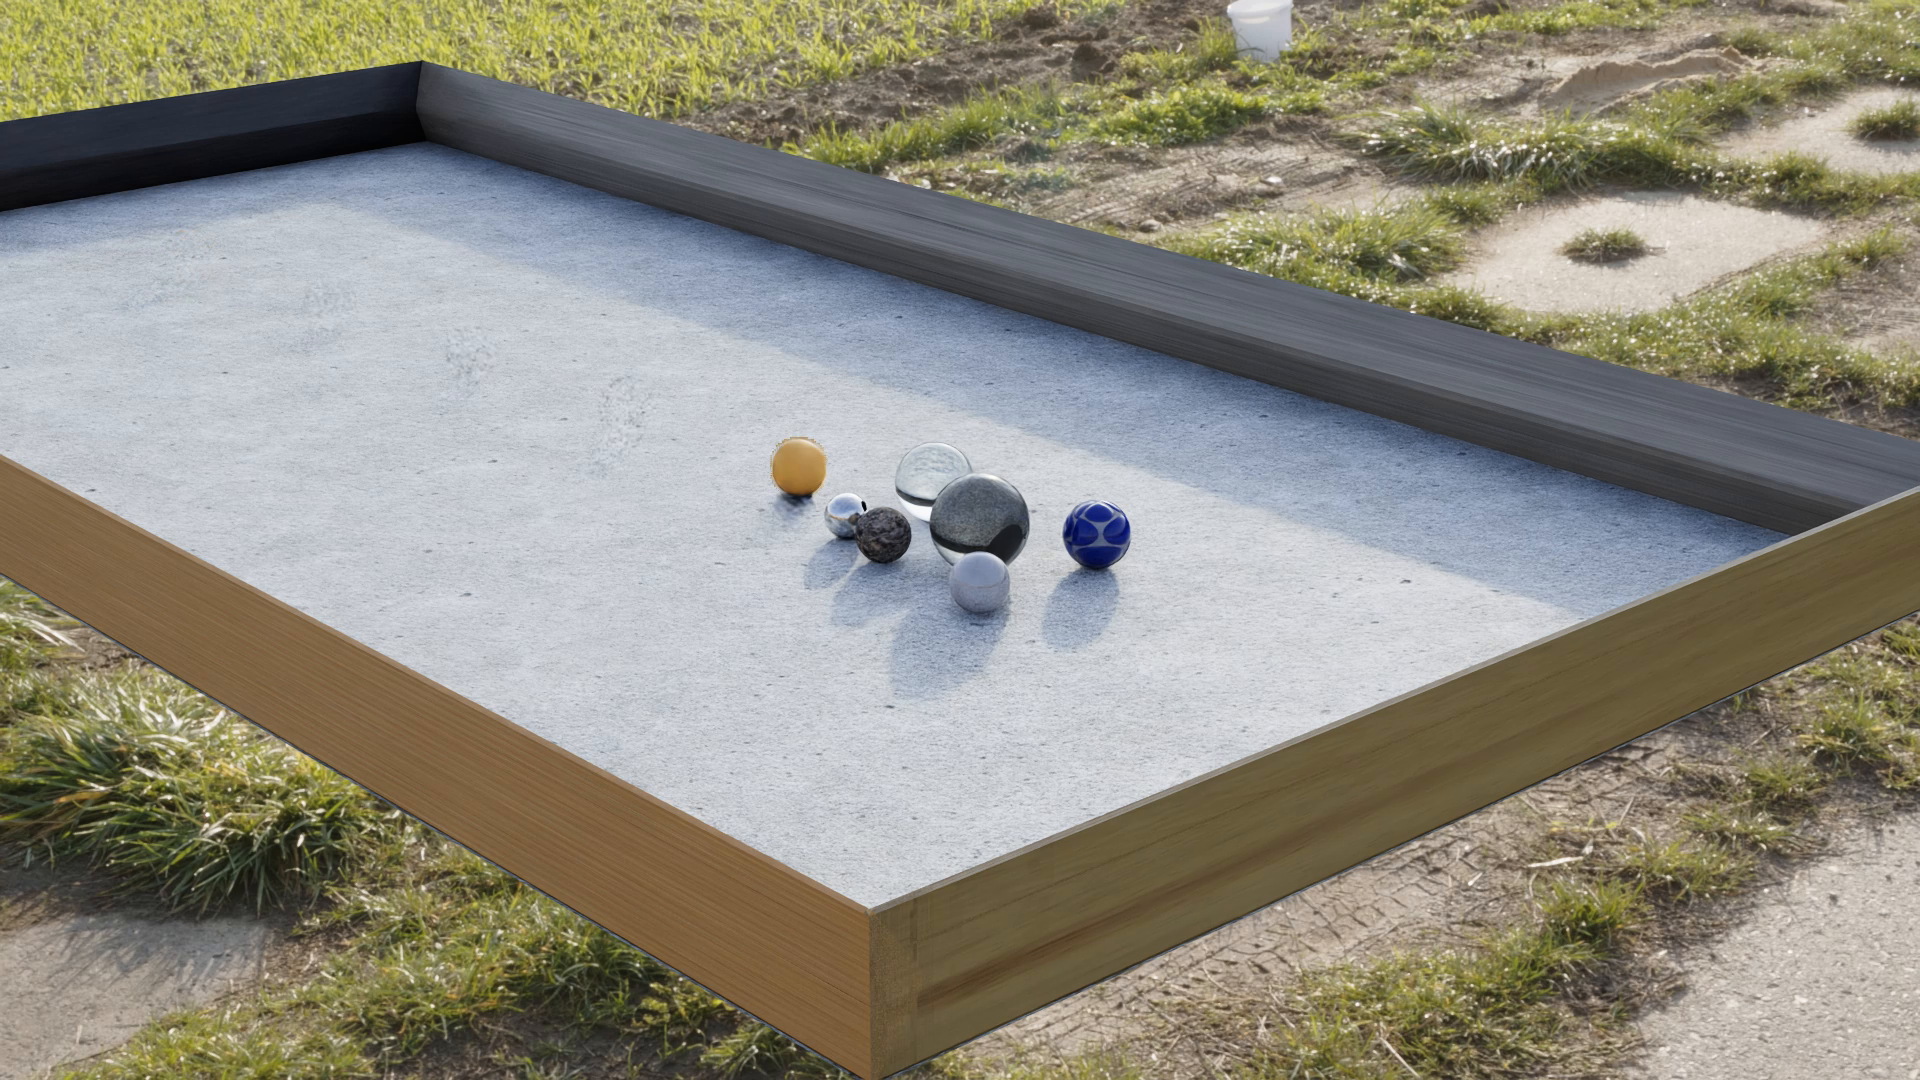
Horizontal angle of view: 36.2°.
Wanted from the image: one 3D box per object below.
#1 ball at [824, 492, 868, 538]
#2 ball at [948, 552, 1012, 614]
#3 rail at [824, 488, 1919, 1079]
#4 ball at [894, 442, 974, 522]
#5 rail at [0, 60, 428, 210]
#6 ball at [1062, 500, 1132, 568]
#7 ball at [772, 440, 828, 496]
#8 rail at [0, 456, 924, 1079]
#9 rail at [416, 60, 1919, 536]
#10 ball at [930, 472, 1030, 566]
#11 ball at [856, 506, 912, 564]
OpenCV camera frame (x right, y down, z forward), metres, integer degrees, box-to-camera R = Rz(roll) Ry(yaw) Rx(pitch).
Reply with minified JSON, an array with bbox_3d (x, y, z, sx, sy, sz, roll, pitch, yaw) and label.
[{"bbox_3d":[-0.111,-0.024,2.891,0.045,0.045,0.045,0,20,0],"label":"ball"},{"bbox_3d":[0.018,0.039,2.700,0.057,0.057,0.057,0,20,0],"label":"ball"},{"bbox_3d":[0.432,0.134,2.333,1.364,0.125,0.045,-17,26,-39],"label":"rail"},{"bbox_3d":[-0.025,-0.058,2.932,0.081,0.081,0.081,0,20,0],"label":"ball"},{"bbox_3d":[-1.329,-0.528,4.166,1.364,0.125,0.045,-17,26,-39],"label":"rail"},{"bbox_3d":[0.131,-0.006,2.809,0.067,0.067,0.067,0,20,0],"label":"ball"},{"bbox_3d":[-0.164,-0.074,3.012,0.057,0.057,0.057,0,20,0],"label":"ball"},{"bbox_3d":[-0.936,-0.047,2.834,0.045,0.125,2.674,-17,26,-39],"label":"rail"},{"bbox_3d":[0.040,-0.347,3.664,0.045,0.125,2.674,-17,26,-39],"label":"rail"},{"bbox_3d":[0.019,-0.016,2.793,0.096,0.096,0.096,0,20,0],"label":"ball"},{"bbox_3d":[-0.073,-0.005,2.825,0.054,0.054,0.054,0,20,0],"label":"ball"}]
